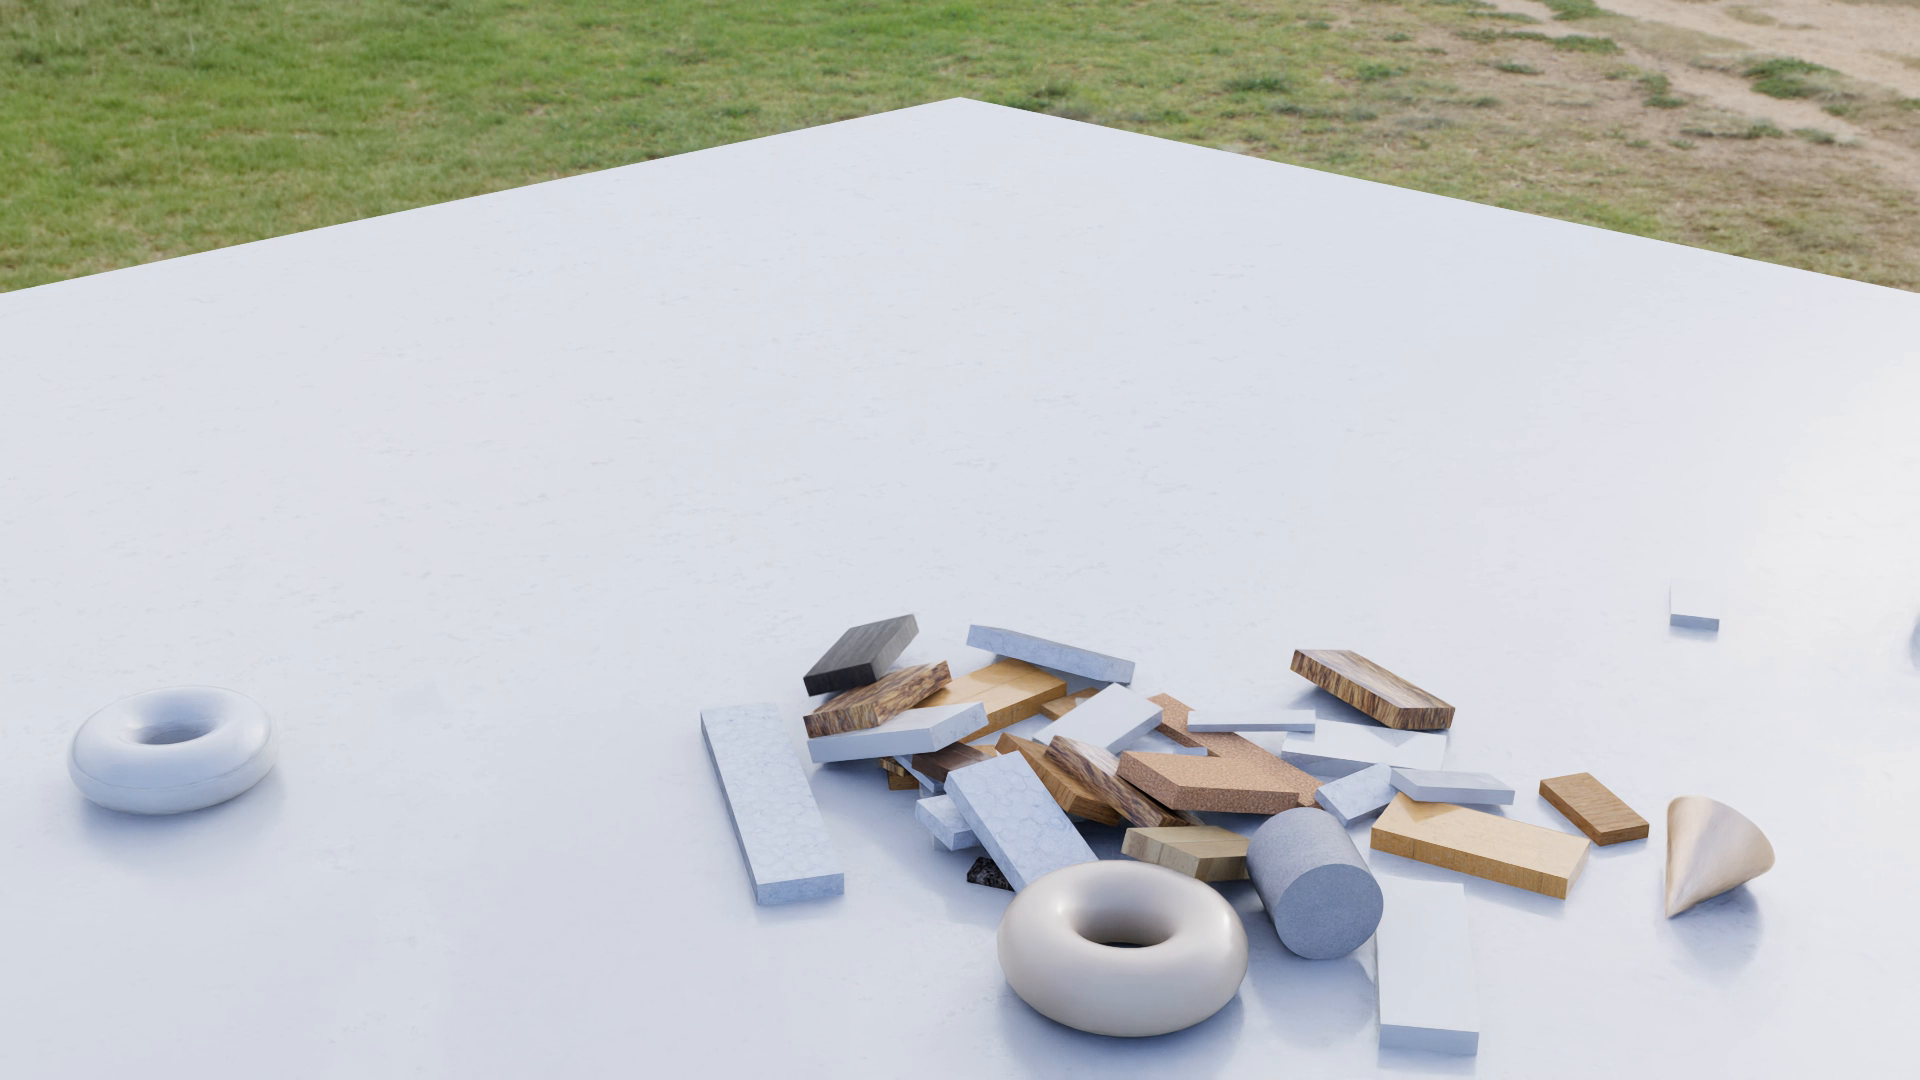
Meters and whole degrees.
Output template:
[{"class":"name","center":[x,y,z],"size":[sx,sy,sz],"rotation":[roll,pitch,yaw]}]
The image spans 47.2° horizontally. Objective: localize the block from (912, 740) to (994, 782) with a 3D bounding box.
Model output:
[{"class":"block","center":[0.030,0.469,4.427],"size":[0.232,0.033,0.116],"rotation":[21,25,31]}]

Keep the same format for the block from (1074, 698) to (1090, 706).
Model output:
[{"class":"block","center":[0.289,0.395,4.771],"size":[0.074,0.021,0.148],"rotation":[1,32,0]}]

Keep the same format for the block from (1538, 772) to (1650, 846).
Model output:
[{"class":"block","center":[1.279,0.542,4.443],"size":[0.111,0.031,0.222],"rotation":[-7,24,-16]}]

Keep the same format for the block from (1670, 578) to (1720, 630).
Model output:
[{"class":"block","center":[1.787,0.155,5.355],"size":[0.111,0.031,0.222],"rotation":[6,24,15]}]

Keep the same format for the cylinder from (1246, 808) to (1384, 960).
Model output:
[{"class":"cylinder","center":[0.647,0.627,4.026],"size":[0.201,0.201,0.201],"rotation":[-3,23,-8]}]

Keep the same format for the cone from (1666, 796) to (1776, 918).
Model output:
[{"class":"cone","center":[1.380,0.635,4.140],"size":[0.217,0.217,0.217],"rotation":[20,57,40]}]

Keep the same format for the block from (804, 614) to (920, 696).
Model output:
[{"class":"block","center":[-0.221,0.259,4.987],"size":[0.166,0.047,0.331],"rotation":[-13,13,20]}]

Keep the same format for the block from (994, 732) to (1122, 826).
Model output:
[{"class":"block","center":[0.197,0.476,4.386],"size":[0.136,0.039,0.272],"rotation":[22,10,-38]}]

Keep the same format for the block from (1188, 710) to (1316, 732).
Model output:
[{"class":"block","center":[0.626,0.389,4.721],"size":[0.270,0.018,0.065],"rotation":[-1,22,10]}]

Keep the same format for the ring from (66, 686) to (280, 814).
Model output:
[{"class":"ring","center":[-1.631,0.431,4.567],"size":[0.421,0.140,0.421],"rotation":[1,22,0]}]

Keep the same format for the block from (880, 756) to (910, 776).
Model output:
[{"class":"block","center":[-0.094,0.450,4.591],"size":[0.070,0.020,0.139],"rotation":[20,30,39]}]

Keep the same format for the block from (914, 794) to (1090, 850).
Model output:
[{"class":"block","center":[0.112,0.534,4.388],"size":[0.391,0.039,0.136],"rotation":[-8,26,-33]}]

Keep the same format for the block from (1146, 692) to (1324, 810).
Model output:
[{"class":"block","center":[0.576,0.450,4.665],"size":[0.095,0.027,0.551],"rotation":[-16,28,-32]}]

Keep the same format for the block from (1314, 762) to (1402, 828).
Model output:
[{"class":"block","center":[0.822,0.517,4.468],"size":[0.191,0.027,0.095],"rotation":[-16,47,-33]}]

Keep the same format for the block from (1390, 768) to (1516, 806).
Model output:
[{"class":"block","center":[0.999,0.501,4.466],"size":[0.222,0.031,0.111],"rotation":[5,12,-18]}]

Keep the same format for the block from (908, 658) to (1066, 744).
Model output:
[{"class":"block","center":[0.046,0.358,4.852],"size":[0.352,0.050,0.176],"rotation":[-19,29,-37]}]

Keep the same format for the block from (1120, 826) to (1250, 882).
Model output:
[{"class":"block","center":[0.463,0.590,4.151],"size":[0.163,0.046,0.327],"rotation":[19,6,37]}]

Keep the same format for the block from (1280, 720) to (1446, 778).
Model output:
[{"class":"block","center":[0.852,0.450,4.642],"size":[0.327,0.046,0.163],"rotation":[7,24,15]}]

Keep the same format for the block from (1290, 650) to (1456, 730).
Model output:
[{"class":"block","center":[0.910,0.328,4.868],"size":[0.172,0.049,0.345],"rotation":[3,17,-35]}]

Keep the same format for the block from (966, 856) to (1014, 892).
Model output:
[{"class":"block","center":[0.087,0.644,4.219],"size":[0.133,0.019,0.067],"rotation":[9,24,19]}]

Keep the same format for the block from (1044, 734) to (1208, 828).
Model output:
[{"class":"block","center":[0.333,0.500,4.377],"size":[0.165,0.047,0.330],"rotation":[20,11,-46]}]

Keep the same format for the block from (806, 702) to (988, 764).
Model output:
[{"class":"block","center":[-0.132,0.401,4.572],"size":[0.352,0.050,0.176],"rotation":[-10,8,41]}]

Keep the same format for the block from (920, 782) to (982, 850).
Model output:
[{"class":"block","center":[-0.010,0.547,4.429],"size":[0.116,0.033,0.232],"rotation":[-3,23,-7]}]

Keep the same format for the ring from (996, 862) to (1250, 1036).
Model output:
[{"class":"ring","center":[0.287,0.716,3.888],"size":[0.446,0.149,0.446],"rotation":[1,22,0]}]

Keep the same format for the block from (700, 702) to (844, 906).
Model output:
[{"class":"block","center":[-0.392,0.520,4.474],"size":[0.166,0.047,0.733],"rotation":[-6,24,-13]}]

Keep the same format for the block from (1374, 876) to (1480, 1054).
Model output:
[{"class":"block","center":[0.827,0.752,3.929],"size":[0.163,0.046,0.473],"rotation":[3,23,8]}]

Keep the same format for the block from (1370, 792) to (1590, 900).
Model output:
[{"class":"block","center":[1.016,0.594,4.301],"size":[0.387,0.047,0.165],"rotation":[12,26,27]}]

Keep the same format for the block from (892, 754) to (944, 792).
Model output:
[{"class":"block","center":[-0.065,0.464,4.516],"size":[0.074,0.021,0.148],"rotation":[-14,33,-33]}]

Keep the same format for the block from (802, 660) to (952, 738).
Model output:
[{"class":"block","center":[-0.174,0.342,4.748],"size":[0.176,0.050,0.352],"rotation":[-13,6,28]}]

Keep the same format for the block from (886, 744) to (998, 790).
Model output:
[{"class":"block","center":[-0.036,0.475,4.599],"size":[0.232,0.033,0.116],"rotation":[-2,23,-5]}]

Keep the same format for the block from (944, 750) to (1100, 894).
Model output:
[{"class":"block","center":[0.125,0.558,4.229],"size":[0.165,0.047,0.330],"rotation":[-14,49,-30]}]

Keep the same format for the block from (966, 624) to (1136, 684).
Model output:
[{"class":"block","center":[0.206,0.259,5.000],"size":[0.345,0.049,0.172],"rotation":[13,1,29]}]

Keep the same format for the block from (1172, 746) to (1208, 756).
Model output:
[{"class":"block","center":[0.469,0.455,4.558],"size":[0.065,0.018,0.130],"rotation":[-2,-20,-5]}]

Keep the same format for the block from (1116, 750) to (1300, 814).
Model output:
[{"class":"block","center":[0.498,0.487,4.402],"size":[0.345,0.049,0.172],"rotation":[8,14,-39]}]

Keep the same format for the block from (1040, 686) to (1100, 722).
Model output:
[{"class":"block","center":[0.259,0.367,4.868],"size":[0.148,0.021,0.074],"rotation":[-16,28,-33]}]

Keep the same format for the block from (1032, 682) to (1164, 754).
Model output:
[{"class":"block","center":[0.295,0.405,4.700],"size":[0.136,0.039,0.272],"rotation":[28,41,35]}]
